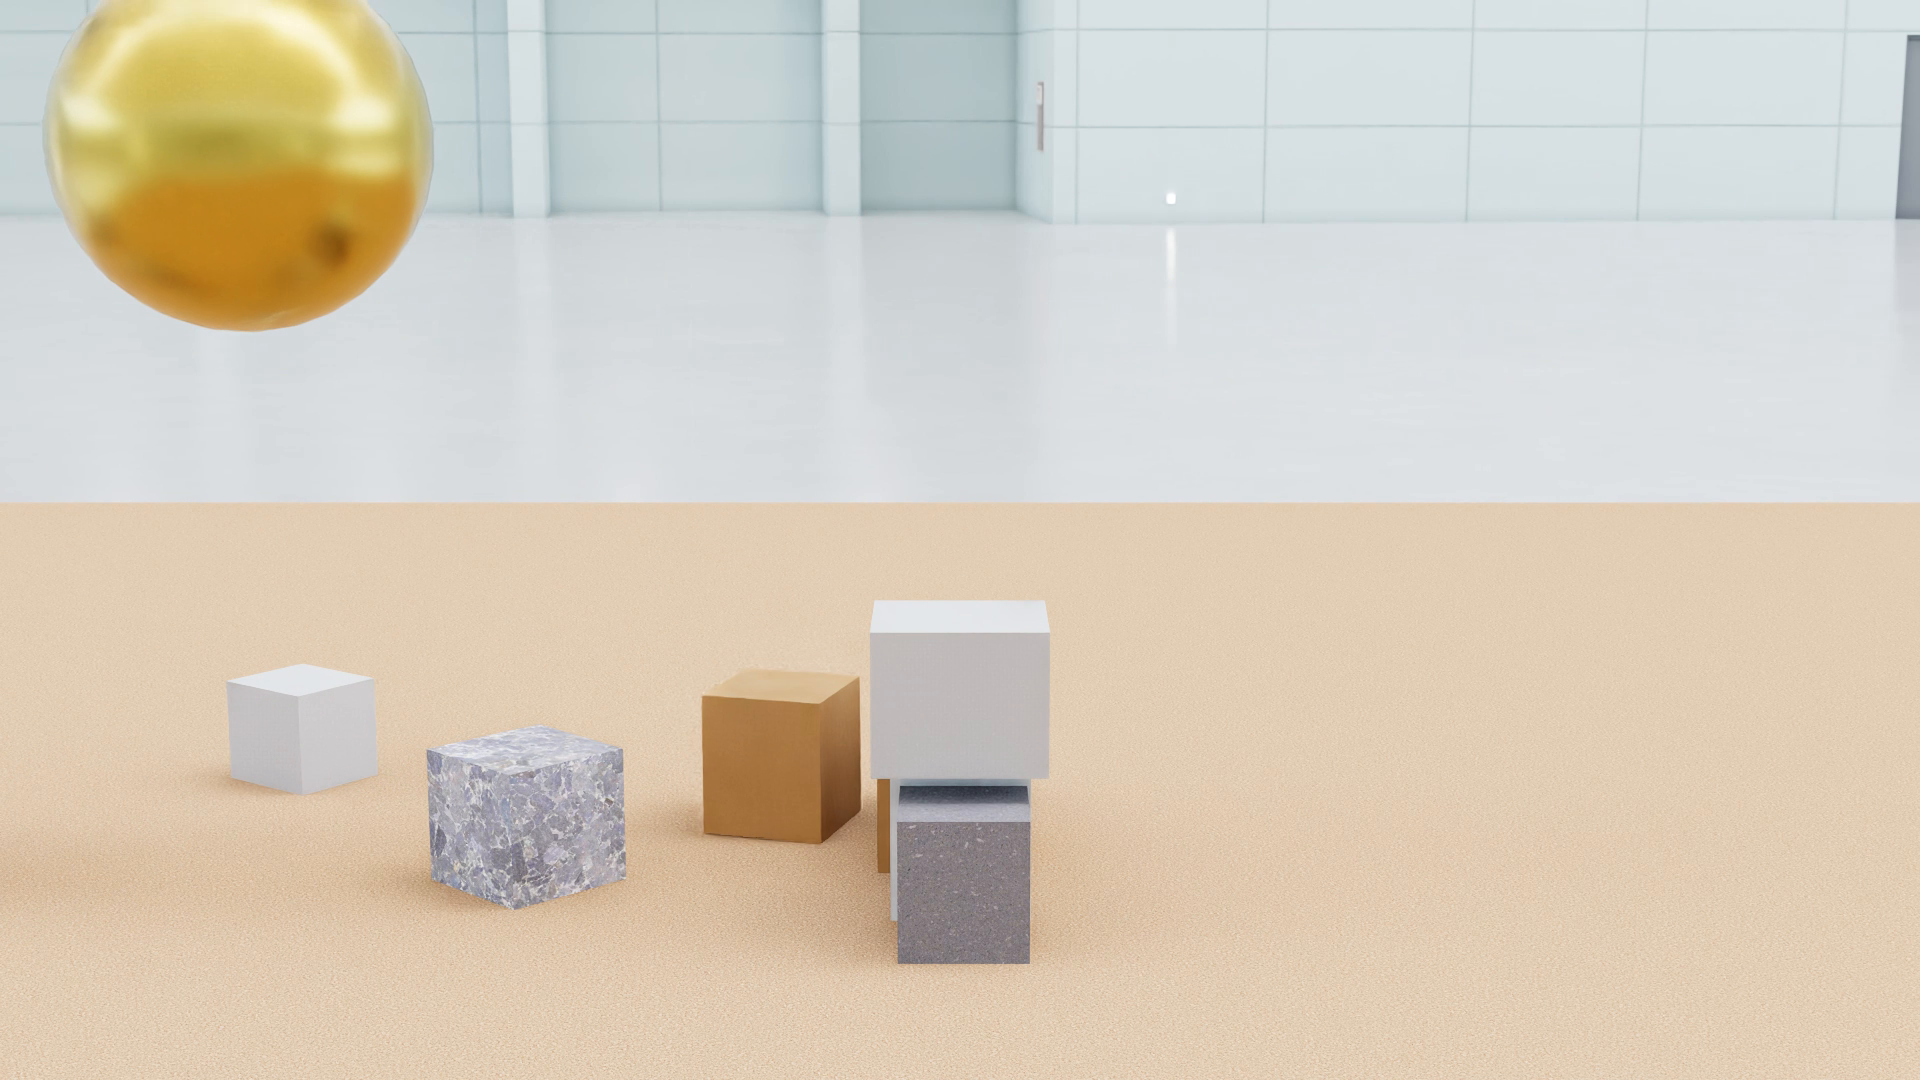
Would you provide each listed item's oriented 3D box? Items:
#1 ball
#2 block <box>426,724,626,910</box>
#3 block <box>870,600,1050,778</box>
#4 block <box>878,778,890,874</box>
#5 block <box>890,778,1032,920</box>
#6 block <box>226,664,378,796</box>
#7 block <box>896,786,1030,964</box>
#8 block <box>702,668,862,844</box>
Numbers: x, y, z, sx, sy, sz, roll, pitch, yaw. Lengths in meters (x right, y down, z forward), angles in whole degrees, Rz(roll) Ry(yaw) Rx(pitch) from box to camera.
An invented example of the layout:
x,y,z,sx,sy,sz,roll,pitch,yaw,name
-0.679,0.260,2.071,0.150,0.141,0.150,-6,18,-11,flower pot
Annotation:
x,y,z,sx,sy,sz,roll,pitch,yaw,name
-3.043,-1.682,10.874,1.600,1.600,1.600,0,10,0,ball
-1.904,1.205,11.276,0.608,0.594,0.607,10,14,43,block
-0.001,0.611,10.633,0.722,0.605,0.635,0,10,0,block
-0.024,1.052,11.666,0.676,0.757,0.661,0,10,1,block
0.003,1.201,11.020,0.587,0.694,0.635,0,10,0,block
-3.317,0.949,12.945,0.549,0.502,0.481,8,13,36,block
0.015,1.358,10.453,0.529,0.589,0.518,0,10,0,block
-0.837,1.012,12.127,0.580,0.669,0.577,3,11,16,block
